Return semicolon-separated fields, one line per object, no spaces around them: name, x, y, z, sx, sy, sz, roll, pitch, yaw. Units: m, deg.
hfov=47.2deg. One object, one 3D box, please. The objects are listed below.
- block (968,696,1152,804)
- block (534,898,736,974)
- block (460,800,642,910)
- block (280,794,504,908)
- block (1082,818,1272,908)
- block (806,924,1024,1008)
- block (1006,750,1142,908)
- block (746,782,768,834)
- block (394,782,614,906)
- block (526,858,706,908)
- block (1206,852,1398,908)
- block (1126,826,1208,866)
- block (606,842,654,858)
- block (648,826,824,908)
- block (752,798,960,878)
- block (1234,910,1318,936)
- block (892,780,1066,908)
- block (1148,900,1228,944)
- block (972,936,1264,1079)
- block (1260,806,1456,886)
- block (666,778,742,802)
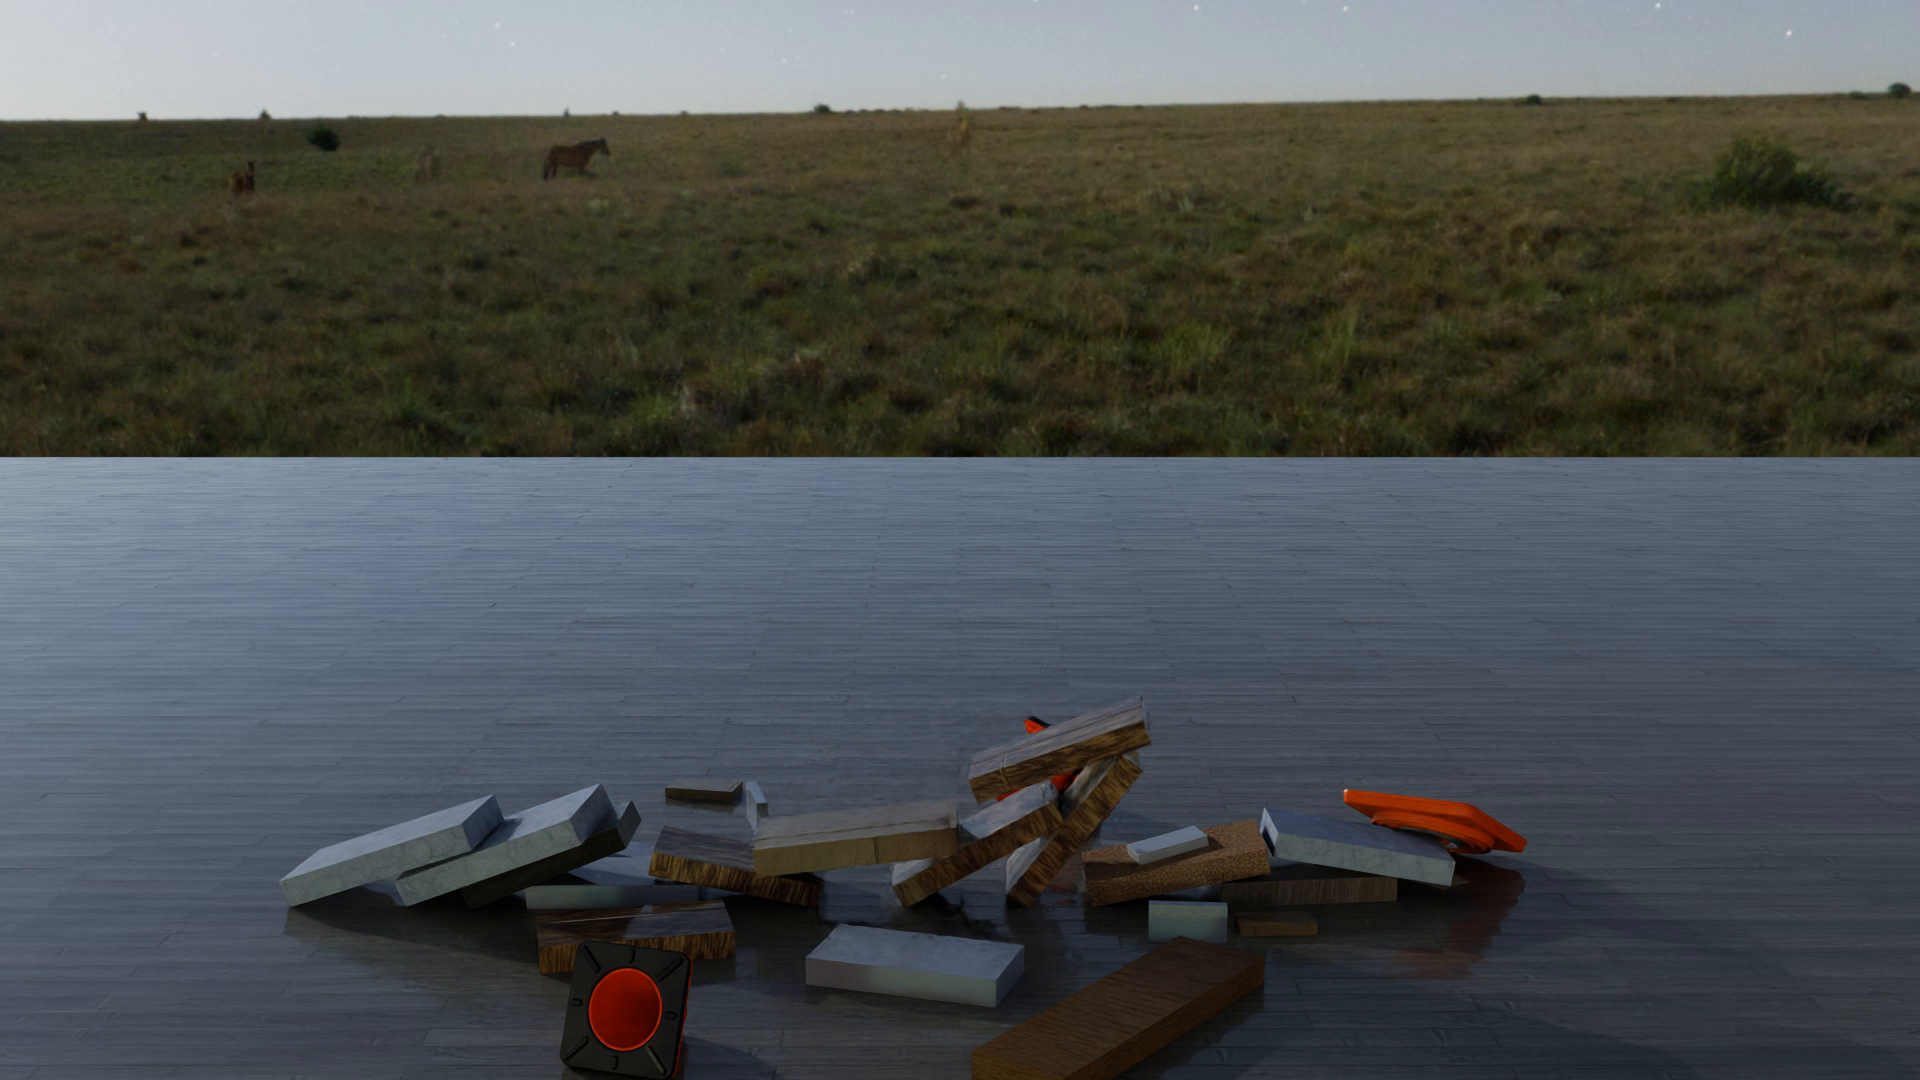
block;0.165;0.343;3.614;0.299;0.042;0.149;-20;10;7
block;-0.507;0.615;3.421;0.296;0.042;0.148;-3;11;-13
block;-0.675;0.519;3.634;0.282;0.040;0.141;-22;10;6
block;-0.941;0.515;3.652;0.331;0.047;0.166;-18;8;10
block;0.357;0.537;3.666;0.299;0.042;0.149;-11;12;2
block;-0.066;0.637;3.300;0.296;0.042;0.148;3;11;17
block;0.186;0.461;3.645;0.042;0.299;0.149;38;9;-7
block;-0.371;0.493;4.011;0.019;0.067;0.133;-3;11;-14
block;-0.754;0.504;3.640;0.331;0.047;0.166;-21;10;14
block;-0.569;0.571;3.664;0.282;0.040;0.141;0;11;-1
block;0.565;0.565;3.687;0.299;0.042;0.149;-1;11;-7
block;0.346;0.509;3.666;0.122;0.017;0.061;-14;12;-12
block;-0.554;0.551;3.829;0.133;0.019;0.067;6;12;30
block;-0.367;0.543;3.660;0.282;0.040;0.141;11;10;-2
block;-0.169;0.491;3.639;0.331;0.047;0.166;-6;10;1
block;0.502;0.612;3.505;0.122;0.017;0.061;-1;11;-4
block;0.030;0.500;3.654;0.299;0.042;0.149;-29;9;5
block;0.357;0.599;3.451;0.122;0.061;0.017;1;11;4
block;0.235;0.672;3.111;0.148;0.042;0.534;8;13;36
block;0.664;0.513;3.687;0.299;0.042;0.149;10;9;-2
block;-0.491;0.479;4.217;0.133;0.019;0.067;2;11;12
